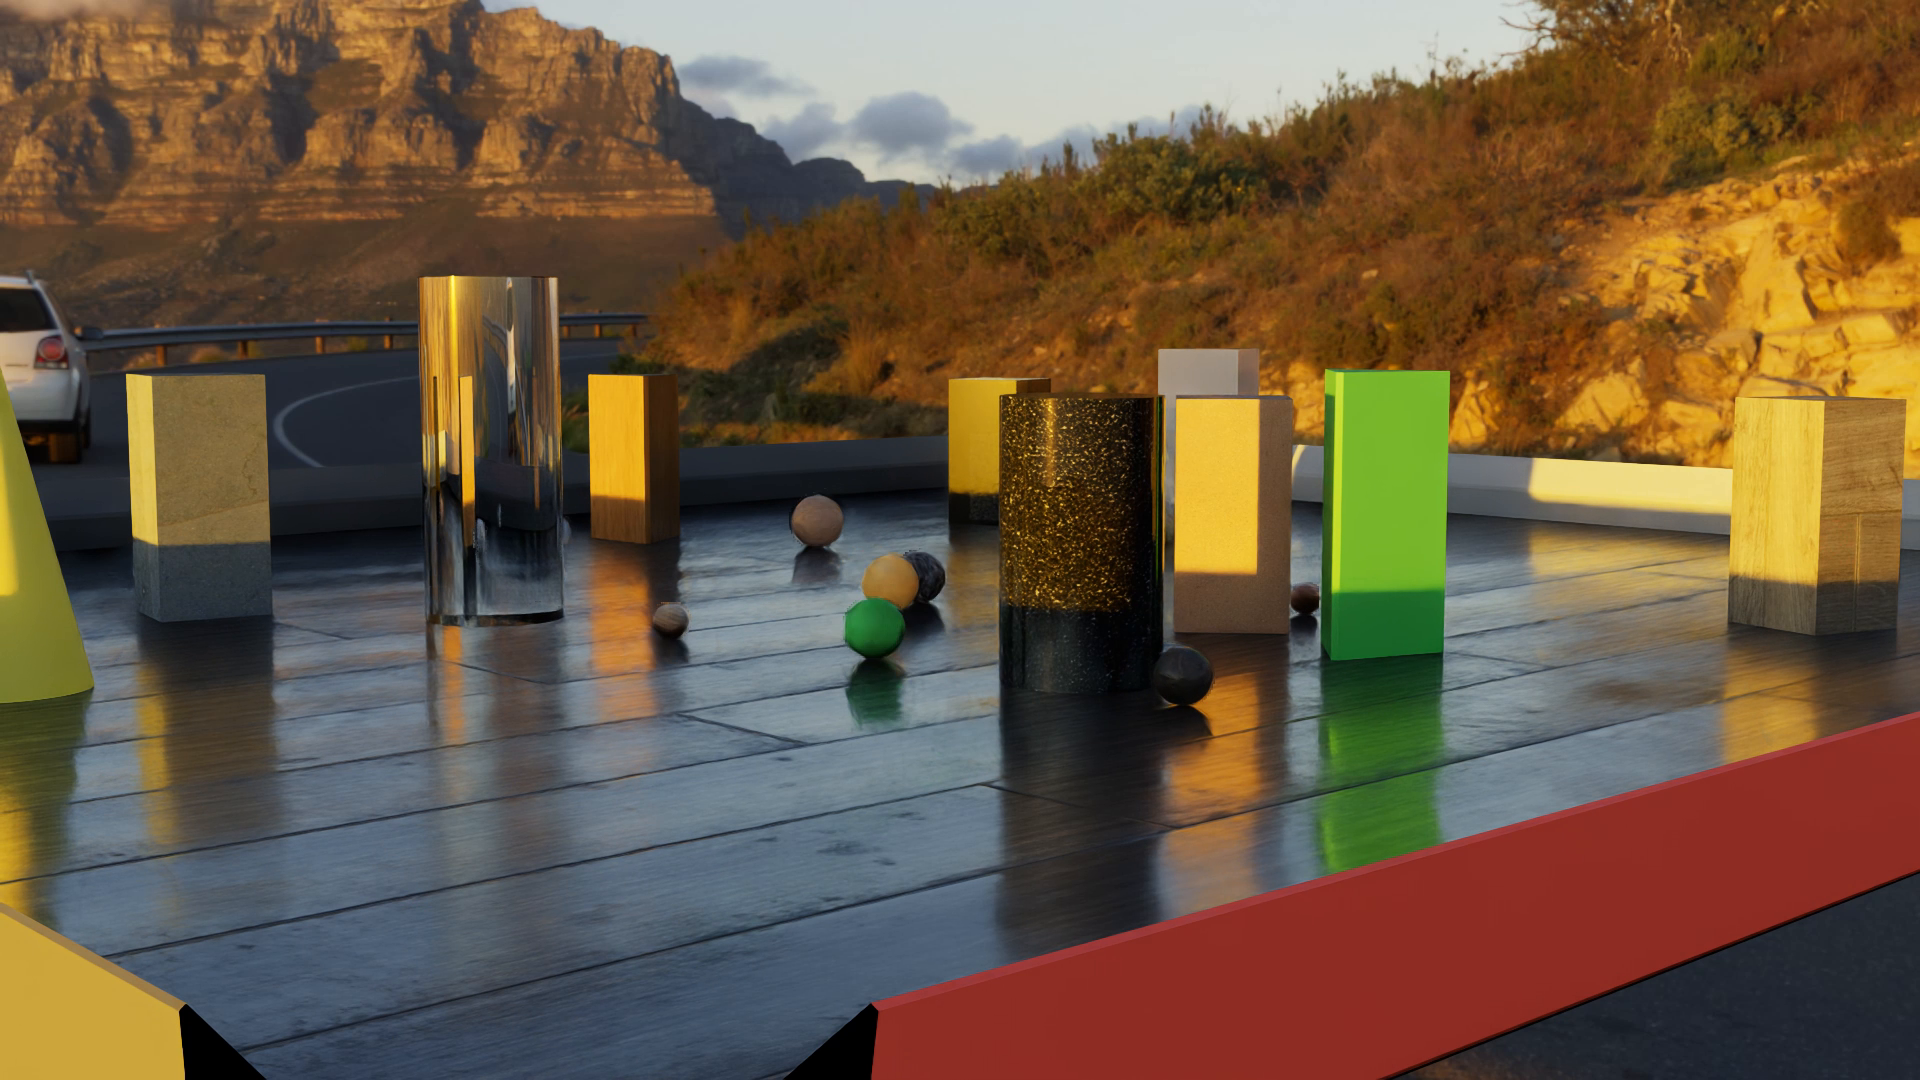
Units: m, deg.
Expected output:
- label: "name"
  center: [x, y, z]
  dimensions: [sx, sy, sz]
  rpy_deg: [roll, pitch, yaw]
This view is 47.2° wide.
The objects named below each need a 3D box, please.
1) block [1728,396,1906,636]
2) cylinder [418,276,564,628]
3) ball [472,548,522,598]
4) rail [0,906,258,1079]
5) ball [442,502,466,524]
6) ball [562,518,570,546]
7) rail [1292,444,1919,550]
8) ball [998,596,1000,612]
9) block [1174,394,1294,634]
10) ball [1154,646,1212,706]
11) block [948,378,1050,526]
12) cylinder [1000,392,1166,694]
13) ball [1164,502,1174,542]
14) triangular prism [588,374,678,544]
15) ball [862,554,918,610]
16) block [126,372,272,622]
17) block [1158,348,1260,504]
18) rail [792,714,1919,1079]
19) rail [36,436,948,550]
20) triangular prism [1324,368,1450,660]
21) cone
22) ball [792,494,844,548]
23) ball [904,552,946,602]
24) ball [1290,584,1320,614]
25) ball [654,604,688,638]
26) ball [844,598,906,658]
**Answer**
- label: "block"
  center: [1.212, -0.040, 3.116]
  dimensions: [0.159, 0.322, 0.159]
  rpy_deg: [-3, 7, -26]
- label: "cylinder"
  center: [-0.677, -0.132, 3.181]
  dimensions: [0.199, 0.493, 0.199]
  rpy_deg: [0, 6, 0]
- label: "ball"
  center: [-0.722, 0.050, 3.429]
  dimensions: [0.078, 0.078, 0.078]
  rpy_deg: [0, 6, 0]
- label: "rail"
  center: [-1.340, 0.162, 2.102]
  dimensions: [0.045, 0.129, 3.386]
  rpy_deg: [-5, 8, -42]
- label: "ball"
  center: [-1.055, -0.056, 4.591]
  dimensions: [0.049, 0.049, 0.049]
  rpy_deg: [0, 6, 0]
- label: "ball"
  center: [-0.756, -0.013, 4.059]
  dimensions: [0.074, 0.074, 0.074]
  rpy_deg: [0, 6, 0]
- label: "rail"
  center: [1.340, -0.094, 4.561]
  dimensions: [0.045, 0.129, 3.386]
  rpy_deg: [-5, 8, -42]
- label: "ball"
  center: [0.089, 0.090, 3.081]
  dimensions: [0.071, 0.071, 0.071]
  rpy_deg: [0, 6, 0]
- label: "block"
  center: [0.384, -0.040, 3.112]
  dimensions: [0.159, 0.324, 0.159]
  rpy_deg: [1, 6, 5]
- label: "ball"
  center: [0.252, 0.154, 2.487]
  dimensions: [0.067, 0.067, 0.067]
  rpy_deg: [0, 6, 0]
- label: "block"
  center: [0.085, -0.189, 4.645]
  dimensions: [0.159, 0.302, 0.159]
  rpy_deg: [3, 7, 29]
- label: "cylinder"
  center: [0.146, -0.002, 2.650]
  dimensions: [0.199, 0.344, 0.199]
  rpy_deg: [0, 6, 0]
- label: "ball"
  center: [0.396, -0.035, 4.250]
  dimensions: [0.078, 0.078, 0.078]
  rpy_deg: [0, 6, 0]
- label: "triangular prism"
  center: [-0.612, -0.164, 4.316]
  dimensions: [0.172, 0.321, 0.149]
  rpy_deg: [5, 8, 42]
- label: "ball"
  center: [-0.103, 0.065, 3.258]
  dimensions: [0.085, 0.085, 0.085]
  rpy_deg: [0, 6, 0]
- label: "block"
  center: [-1.122, -0.068, 3.245]
  dimensions: [0.159, 0.352, 0.159]
  rpy_deg: [-4, 7, -33]
- label: "block"
  center: [0.489, -0.191, 4.331]
  dimensions: [0.159, 0.371, 0.159]
  rpy_deg: [2, 6, 22]
- label: "rail"
  center: [1.132, 0.161, 2.111]
  dimensions: [3.693, 0.129, 0.045]
  rpy_deg: [-5, 8, -42]
- label: "rail"
  center: [-1.132, -0.093, 4.552]
  dimensions: [3.693, 0.129, 0.045]
  rpy_deg: [-5, 8, -42]
- label: "triangular prism"
  center: [0.525, -0.040, 2.897]
  dimensions: [0.172, 0.367, 0.149]
  rpy_deg: [-3, 7, -25]
- label: "cone"
  center: [-1.128, -0.038, 2.574]
  dimensions: [0.199, 0.430, 0.199]
  rpy_deg: [0, 6, 0]
- label: "ball"
  center: [-0.269, -0.035, 4.147]
  dimensions: [0.099, 0.099, 0.099]
  rpy_deg: [0, 6, 0]
- label: "ball"
  center: [-0.062, 0.057, 3.364]
  dimensions: [0.078, 0.078, 0.078]
  rpy_deg: [0, 6, 0]
- label: "ball"
  center: [0.508, 0.087, 3.239]
  dimensions: [0.045, 0.045, 0.045]
  rpy_deg: [0, 6, 0]
- label: "ball"
  center: [-0.394, 0.110, 2.996]
  dimensions: [0.048, 0.048, 0.048]
  rpy_deg: [0, 6, 0]
- label: "ball"
  center: [-0.110, 0.113, 2.824]
  dimensions: [0.078, 0.078, 0.078]
  rpy_deg: [0, 6, 0]
